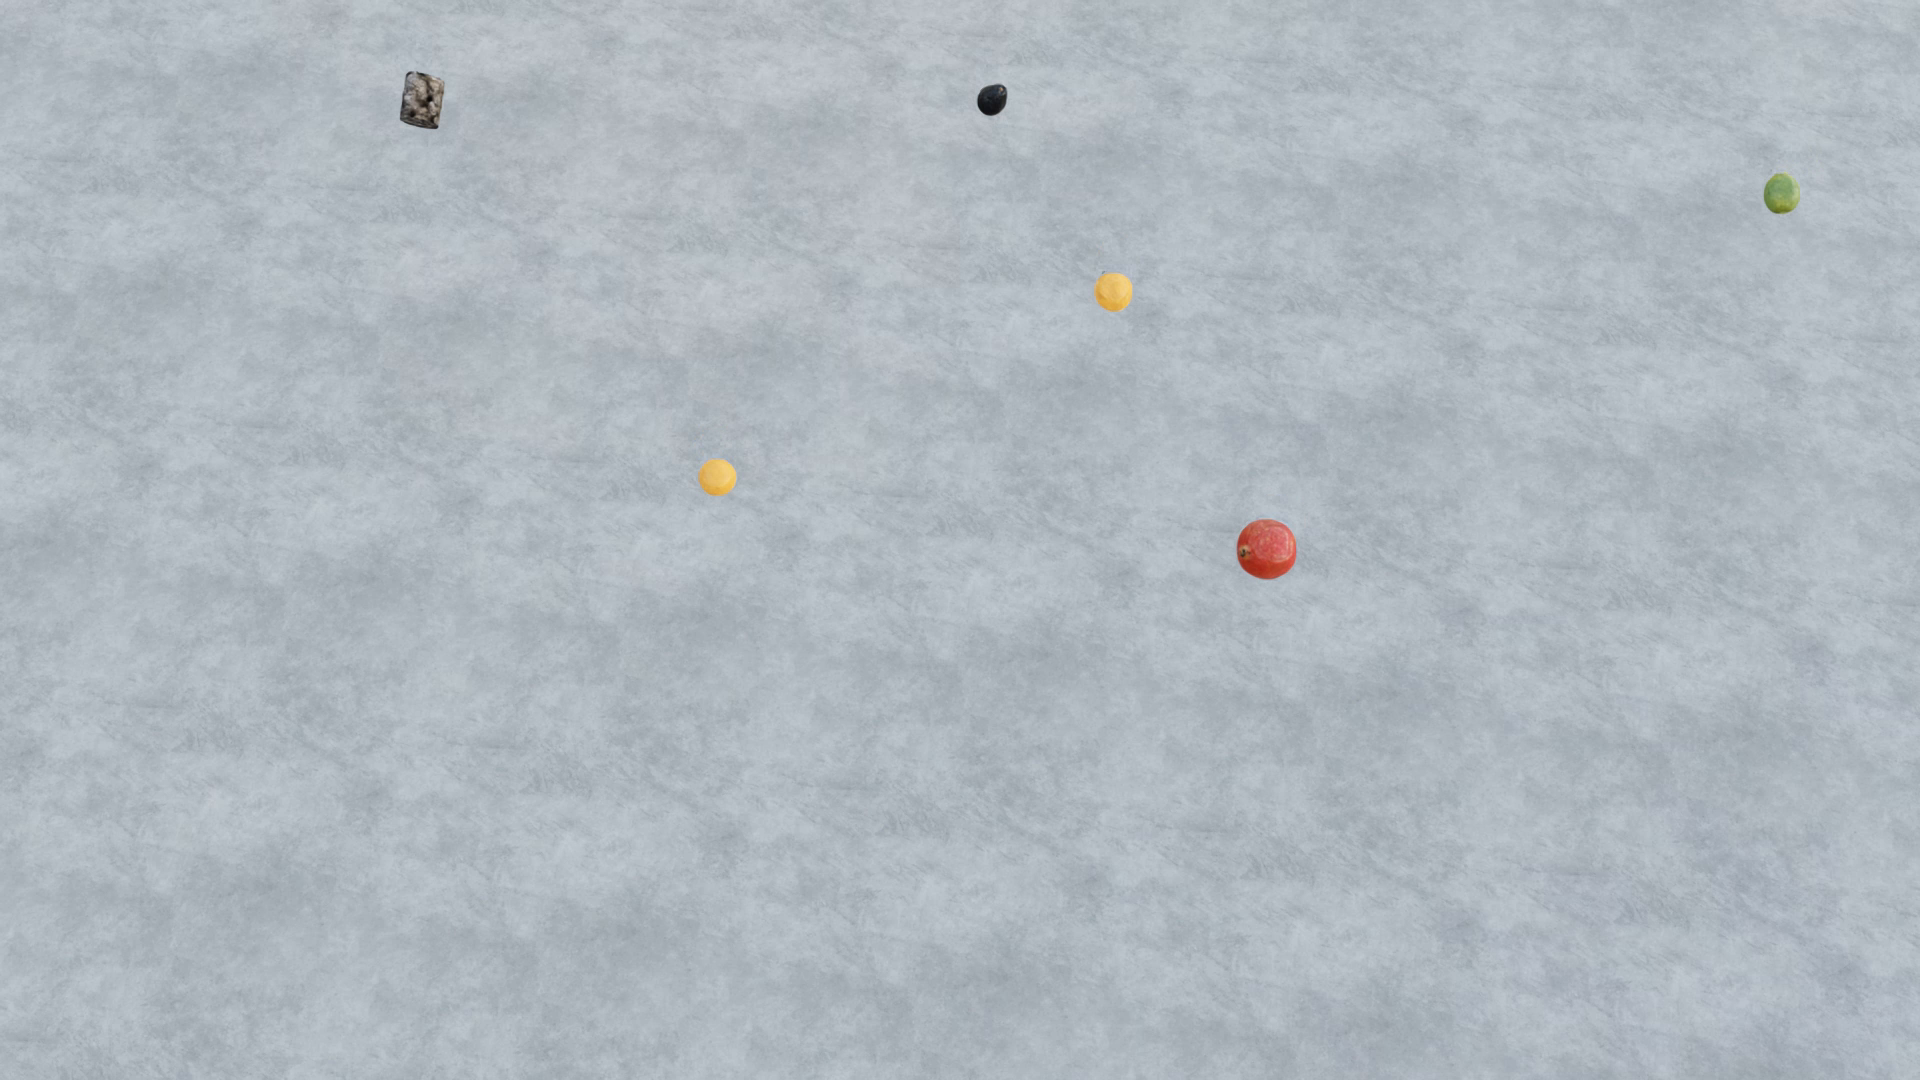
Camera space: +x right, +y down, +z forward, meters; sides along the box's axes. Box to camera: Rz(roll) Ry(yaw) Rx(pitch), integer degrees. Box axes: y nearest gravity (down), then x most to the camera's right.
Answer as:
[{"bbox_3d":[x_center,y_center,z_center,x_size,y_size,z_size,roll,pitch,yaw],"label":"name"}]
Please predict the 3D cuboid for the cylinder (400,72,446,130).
[{"bbox_3d":[-0.807,-0.660,3.301,0.059,0.037,0.071,11,78,-26],"label":"cylinder"}]
